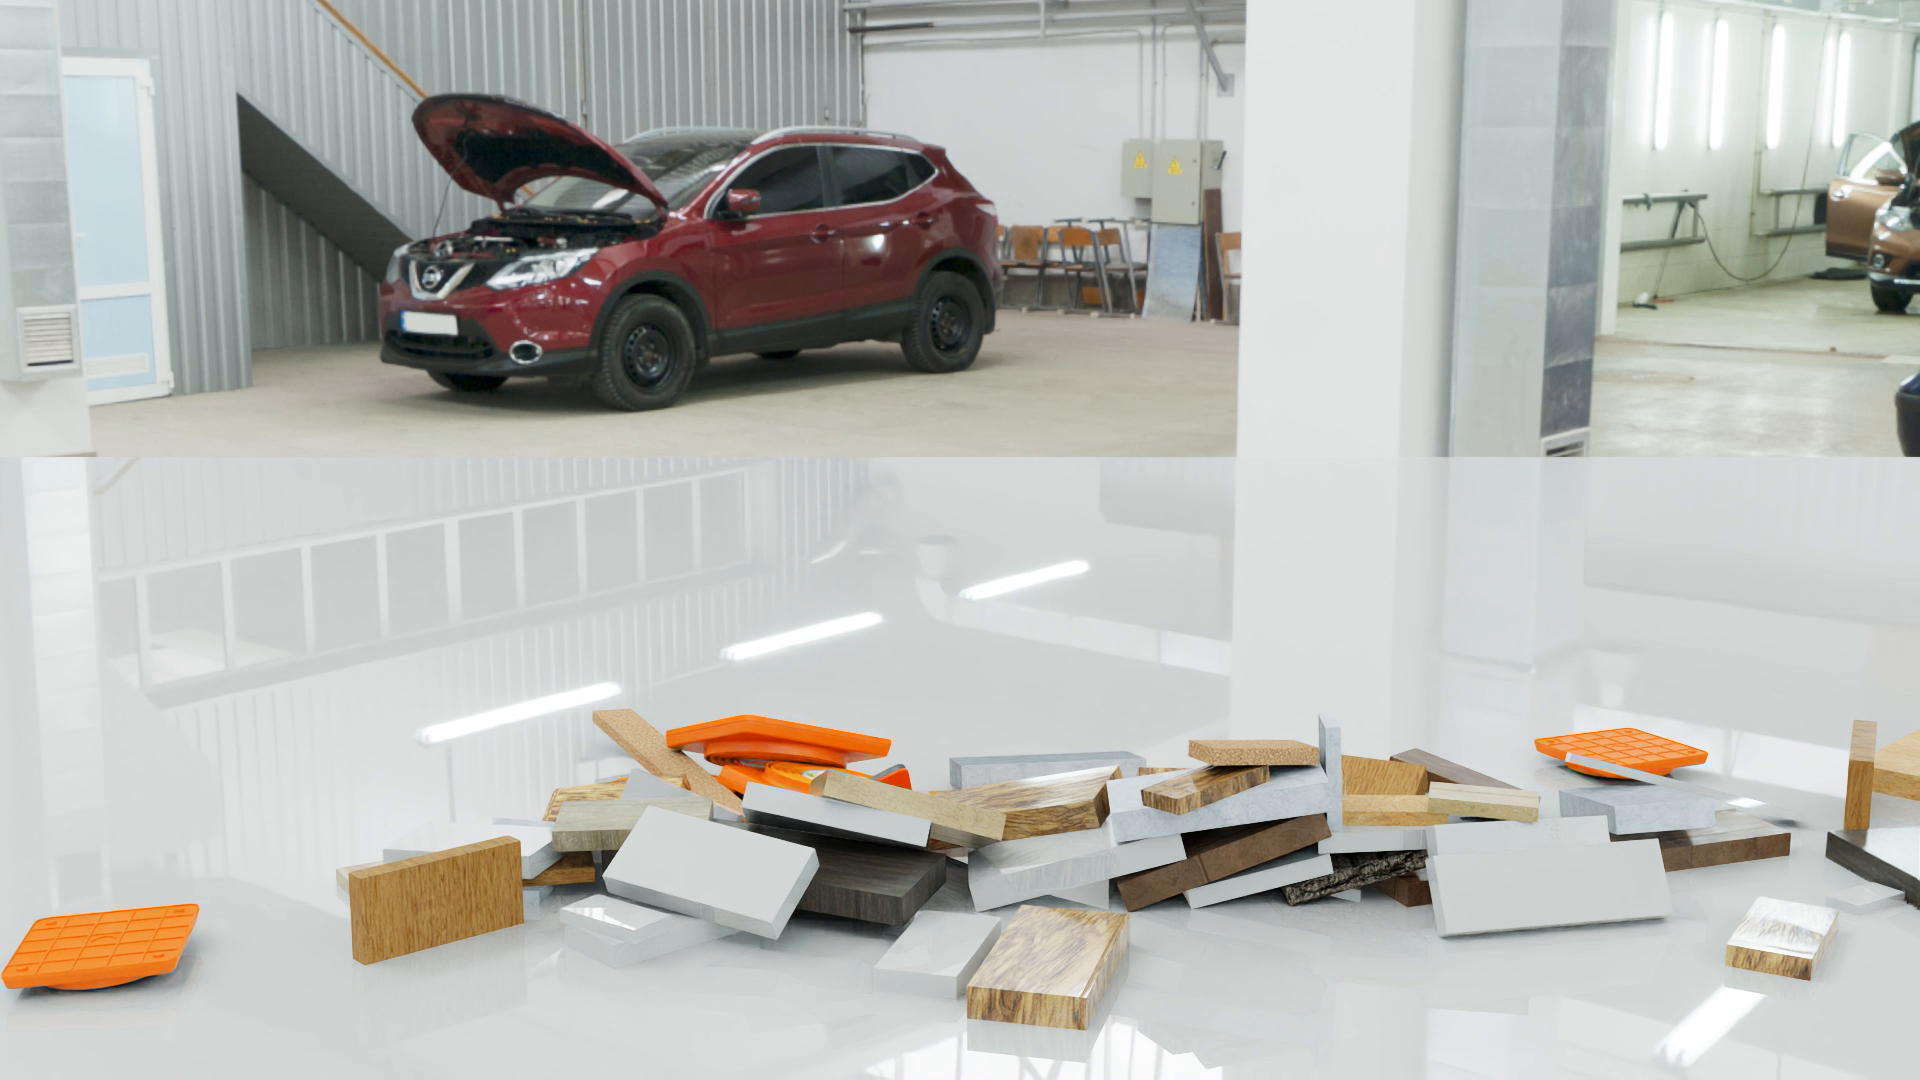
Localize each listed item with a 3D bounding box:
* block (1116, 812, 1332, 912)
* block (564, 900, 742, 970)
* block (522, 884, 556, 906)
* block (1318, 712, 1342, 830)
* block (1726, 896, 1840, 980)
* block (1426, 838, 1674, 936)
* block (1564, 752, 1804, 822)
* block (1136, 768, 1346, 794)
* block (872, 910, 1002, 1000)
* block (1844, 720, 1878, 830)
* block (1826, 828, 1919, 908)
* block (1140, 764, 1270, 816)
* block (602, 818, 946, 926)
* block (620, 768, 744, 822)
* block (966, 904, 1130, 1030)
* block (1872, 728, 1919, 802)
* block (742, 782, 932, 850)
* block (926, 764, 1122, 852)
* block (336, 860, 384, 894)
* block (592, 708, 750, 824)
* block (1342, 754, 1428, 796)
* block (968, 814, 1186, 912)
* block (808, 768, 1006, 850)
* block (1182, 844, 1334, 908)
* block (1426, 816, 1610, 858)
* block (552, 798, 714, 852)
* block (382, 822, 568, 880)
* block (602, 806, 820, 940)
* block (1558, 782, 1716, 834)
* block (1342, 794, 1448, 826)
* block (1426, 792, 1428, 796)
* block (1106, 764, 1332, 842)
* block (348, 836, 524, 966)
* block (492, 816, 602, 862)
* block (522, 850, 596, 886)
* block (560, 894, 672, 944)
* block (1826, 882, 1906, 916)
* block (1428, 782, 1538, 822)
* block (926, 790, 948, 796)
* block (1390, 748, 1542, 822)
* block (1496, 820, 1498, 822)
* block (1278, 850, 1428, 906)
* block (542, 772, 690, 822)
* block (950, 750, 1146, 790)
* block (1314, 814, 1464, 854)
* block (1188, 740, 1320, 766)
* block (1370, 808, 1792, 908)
[{"bbox_3d":[0.429,0.504,3.652,0.353,0.050,0.176,-21,10,4],"label":"block"},{"bbox_3d":[-0.469,0.606,3.475,0.276,0.039,0.138,-9,14,-41],"label":"block"},{"bbox_3d":[-0.774,0.578,3.662,0.177,0.025,0.089,1,11,6],"label":"block"},{"bbox_3d":[0.612,0.382,3.636,0.025,0.175,0.087,-3,11,2],"label":"block"},{"bbox_3d":[1.282,0.618,3.422,0.123,0.035,0.246,6,12,30],"label":"block"},{"bbox_3d":[0.943,0.555,3.517,0.392,0.123,0.035,-2,-19,-12],"label":"block"},{"bbox_3d":[1.335,0.456,4.062,0.423,0.017,0.061,14,-2,8],"label":"block"},{"bbox_3d":[0.477,0.453,3.818,0.353,0.050,0.176,1,-27,-2],"label":"block"},{"bbox_3d":[-0.032,0.630,3.353,0.128,0.036,0.257,3,11,16],"label":"block"},{"bbox_3d":[1.664,0.441,4.064,0.042,0.148,0.296,5,11,23],"label":"block"},{"bbox_3d":[1.631,0.560,3.701,0.170,0.048,0.339,-1,10,-10],"label":"block"},{"bbox_3d":[0.398,0.397,3.560,0.191,0.027,0.095,-16,12,-32],"label":"block"},{"bbox_3d":[-0.306,0.531,3.592,0.541,0.049,0.174,6,17,22],"label":"block"},{"bbox_3d":[-0.488,0.482,3.791,0.210,0.105,0.030,21,0,14],"label":"block"},{"bbox_3d":[0.138,0.635,3.292,0.174,0.049,0.347,3,11,14],"label":"block"},{"bbox_3d":[1.935,0.438,4.354,0.170,0.048,0.428,10,14,42],"label":"block"},{"bbox_3d":[-0.202,0.463,3.619,0.304,0.043,0.152,12,-17,2],"label":"block"},{"bbox_3d":[0.097,0.467,3.811,0.347,0.049,0.174,-11,10,22],"label":"block"},{"bbox_3d":[-0.971,0.577,3.669,0.089,0.025,0.177,-6,12,-31],"label":"block"},{"bbox_3d":[-0.550,0.426,4.165,0.081,0.023,0.796,-1,10,-25],"label":"block"},{"bbox_3d":[0.652,0.465,3.994,0.353,0.050,0.176,5,40,26],"label":"block"},{"bbox_3d":[0.190,0.522,3.655,0.353,0.050,0.176,-15,10,2],"label":"block"},{"bbox_3d":[-0.091,0.447,3.635,0.304,0.043,0.152,16,-17,-11],"label":"block"},{"bbox_3d":[0.487,0.547,3.656,0.241,0.034,0.121,-14,12,-2],"label":"block"},{"bbox_3d":[0.912,0.531,3.570,0.296,0.148,0.042,-2,-12,-10],"label":"block"},{"bbox_3d":[-0.541,0.472,3.656,0.252,0.036,0.126,-1,16,-1],"label":"block"},{"bbox_3d":[-0.807,0.518,3.679,0.276,0.039,0.138,0,12,19],"label":"block"},{"bbox_3d":[-0.394,0.524,3.481,0.304,0.043,0.152,11,46,22],"label":"block"},{"bbox_3d":[1.200,0.477,3.918,0.170,0.048,0.339,-4,-2,-1],"label":"block"},{"bbox_3d":[0.721,0.449,3.655,0.175,0.025,0.087,-1,11,10],"label":"block"},{"bbox_3d":[0.797,0.463,4.133,0.257,0.036,0.128,11,11,5],"label":"block"},{"bbox_3d":[0.423,0.421,3.621,0.353,0.050,0.176,-9,10,3],"label":"block"},{"bbox_3d":[-0.817,0.562,3.444,0.276,0.138,0.039,-9,14,-41],"label":"block"},{"bbox_3d":[-0.665,0.520,3.781,0.252,0.036,0.126,3,-21,15],"label":"block"},{"bbox_3d":[-0.702,0.551,3.674,0.177,0.025,0.089,-2,11,-13],"label":"block"},{"bbox_3d":[-0.534,0.587,3.408,0.161,0.023,0.081,8,13,36],"label":"block"},{"bbox_3d":[1.490,0.590,3.619,0.122,0.017,0.061,-7,12,-32],"label":"block"},{"bbox_3d":[0.859,0.430,3.612,0.175,0.025,0.087,4,12,14],"label":"block"},{"bbox_3d":[0.166,0.478,4.097,0.461,0.030,0.105,-1,-10,-7],"label":"block"},{"bbox_3d":[0.938,0.458,4.100,0.257,0.036,0.128,21,14,31],"label":"block"},{"bbox_3d":[0.964,0.532,3.936,0.061,0.017,0.122,7,13,35],"label":"block"},{"bbox_3d":[0.648,0.541,3.666,0.241,0.034,0.121,-16,12,-2],"label":"block"},{"bbox_3d":[-0.613,0.481,3.900,0.252,0.036,0.126,-8,32,13],"label":"block"},{"bbox_3d":[0.167,0.444,4.226,0.353,0.050,0.176,-1,-1,-8],"label":"block"},{"bbox_3d":[0.707,0.480,3.655,0.241,0.034,0.121,-3,11,1],"label":"block"},{"bbox_3d":[0.482,0.348,3.610,0.191,0.027,0.095,2,3,-18],"label":"block"},{"bbox_3d":[1.070,0.545,3.798,0.771,0.042,0.148,-4,11,-20],"label":"block"}]
